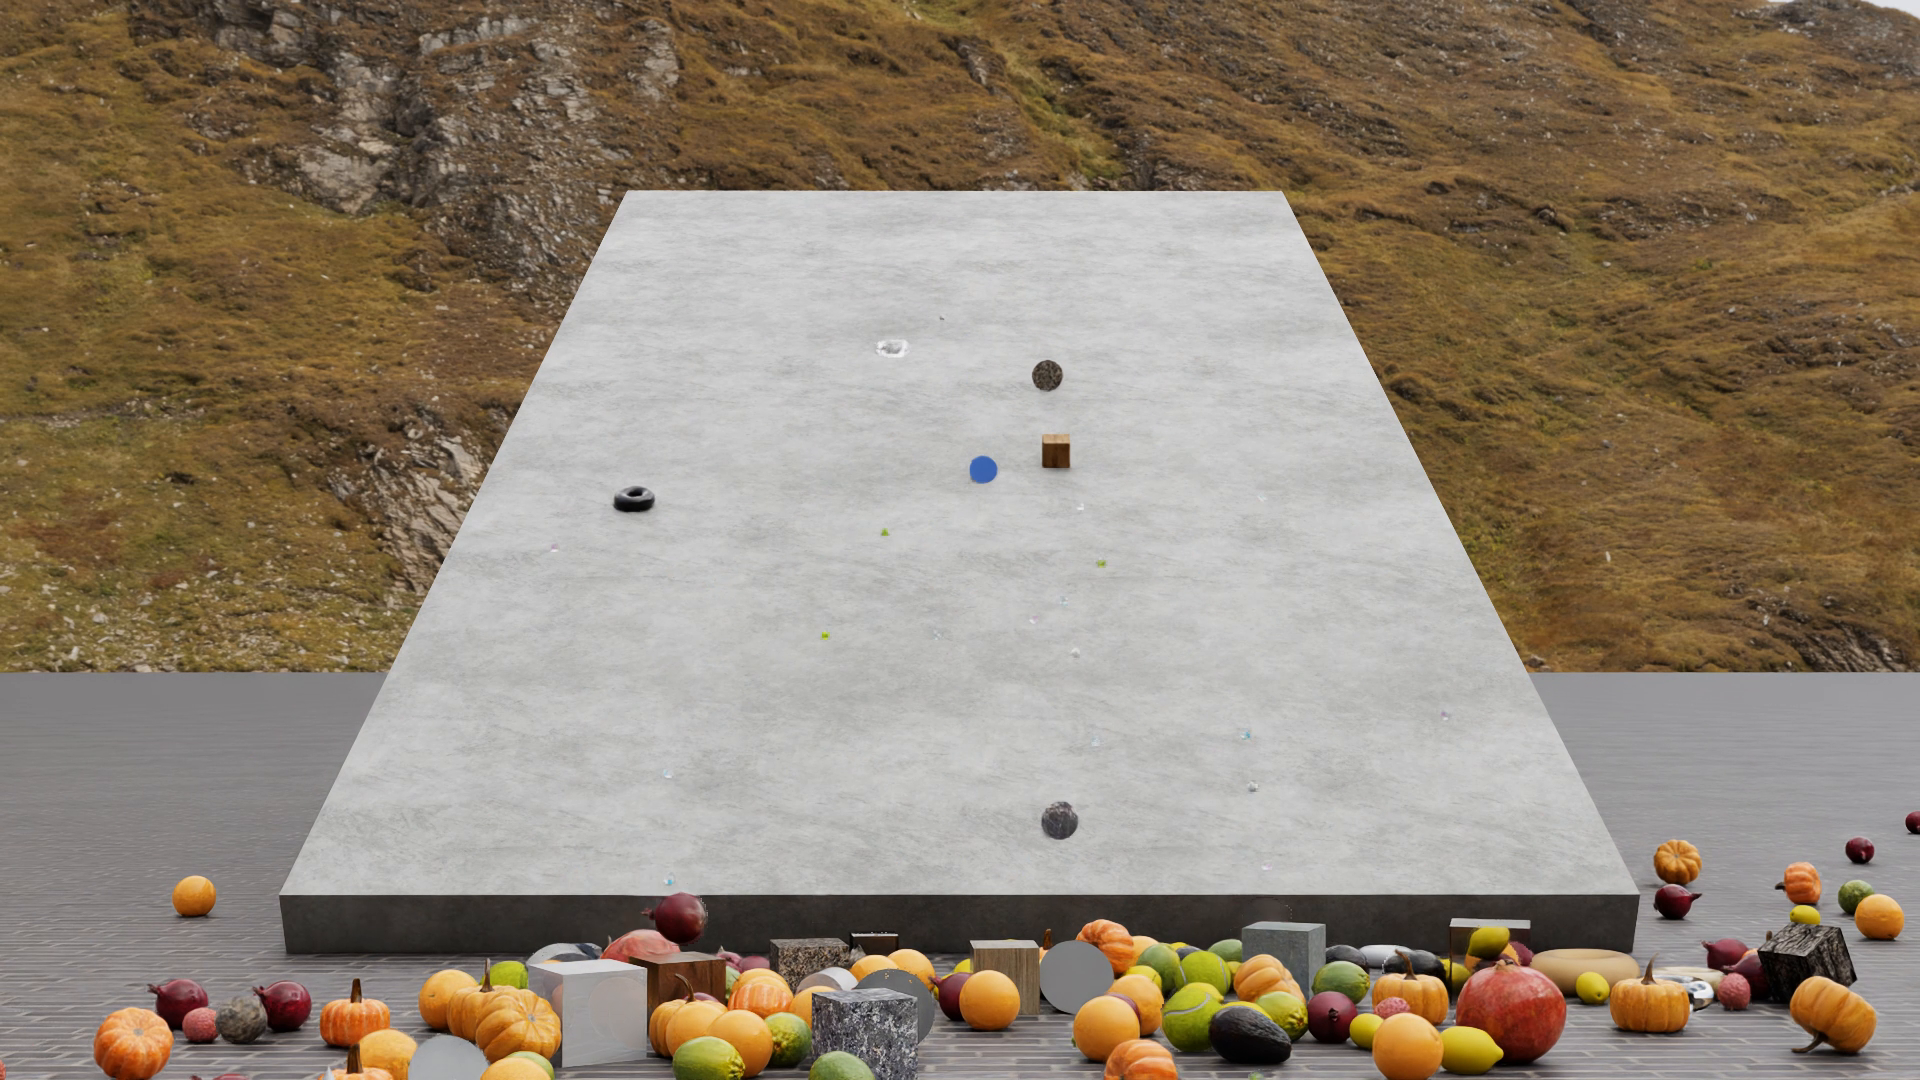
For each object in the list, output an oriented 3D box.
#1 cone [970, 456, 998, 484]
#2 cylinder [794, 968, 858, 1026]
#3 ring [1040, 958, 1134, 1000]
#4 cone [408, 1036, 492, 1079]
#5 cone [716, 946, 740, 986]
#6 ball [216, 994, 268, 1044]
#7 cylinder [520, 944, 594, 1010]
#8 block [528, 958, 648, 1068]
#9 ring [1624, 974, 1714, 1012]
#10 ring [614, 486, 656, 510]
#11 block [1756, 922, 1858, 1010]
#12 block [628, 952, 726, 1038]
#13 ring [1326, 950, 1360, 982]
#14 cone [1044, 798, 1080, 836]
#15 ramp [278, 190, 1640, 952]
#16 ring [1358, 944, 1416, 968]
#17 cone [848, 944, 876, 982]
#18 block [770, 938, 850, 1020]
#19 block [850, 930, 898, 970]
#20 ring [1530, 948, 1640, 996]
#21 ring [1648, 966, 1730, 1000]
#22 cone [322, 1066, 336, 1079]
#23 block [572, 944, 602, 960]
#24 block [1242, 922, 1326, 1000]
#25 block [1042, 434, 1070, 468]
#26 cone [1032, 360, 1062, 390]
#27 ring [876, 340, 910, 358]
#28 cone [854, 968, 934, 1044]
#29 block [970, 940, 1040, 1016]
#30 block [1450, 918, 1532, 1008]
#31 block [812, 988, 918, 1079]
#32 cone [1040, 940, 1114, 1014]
[{"bbox_3d":[0.046,-0.147,4.915,0.060,0.060,0.060,0,-3,-6],"label":"cone"},{"bbox_3d":[-0.157,0.544,2.761,0.063,0.063,0.063,-1,-3,14],"label":"cylinder"},{"bbox_3d":[0.157,0.566,2.995,0.137,0.046,0.137,1,-3,0],"label":"ring"},{"bbox_3d":[-0.503,0.527,2.213,0.083,0.083,0.083,2,-30,-37],"label":"cone"},{"bbox_3d":[-0.320,0.568,3.099,0.052,0.052,0.052,0,-3,0],"label":"cone"},{"bbox_3d":[-0.809,0.540,2.609,0.055,0.055,0.055,0,-3,0],"label":"ball"},{"bbox_3d":[-0.463,0.525,2.711,0.095,0.095,0.095,1,-3,-16],"label":"cylinder"},{"bbox_3d":[-0.406,0.514,2.524,0.097,0.097,0.097,2,-4,-32],"label":"block"},{"bbox_3d":[0.884,0.565,2.888,0.107,0.036,0.107,-1,-2,0],"label":"ring"},{"bbox_3d":[-0.670,-0.086,4.768,0.086,0.029,0.086,-1,25,0],"label":"ring"},{"bbox_3d":[1.066,0.535,2.916,0.074,0.074,0.074,-28,12,-30],"label":"block"},{"bbox_3d":[-0.331,0.530,2.705,0.085,0.085,0.085,2,-4,-32],"label":"block"},{"bbox_3d":[0.490,0.580,3.156,0.106,0.035,0.106,-1,-3,0],"label":"ring"},{"bbox_3d":[0.148,0.431,3.579,0.059,0.059,0.059,1,-15,-17],"label":"cone"},{"bbox_3d":[-0.008,-0.227,5.259,2.000,0.100,4.000,0,23,0],"label":"ramp"},{"bbox_3d":[0.605,0.591,3.287,0.081,0.027,0.081,1,-4,0],"label":"ring"},{"bbox_3d":[-0.123,0.579,3.080,0.061,0.061,0.061,27,4,16],"label":"cone"},{"bbox_3d":[-0.186,0.537,2.842,0.086,0.086,0.086,1,-3,-12],"label":"block"},{"bbox_3d":[-0.117,0.566,3.153,0.061,0.061,0.061,0,-3,-8],"label":"block"},{"bbox_3d":[0.816,0.567,3.035,0.146,0.049,0.146,-1,-2,0],"label":"ring"},{"bbox_3d":[0.938,0.571,2.985,0.104,0.035,0.104,1,-4,0],"label":"ring"},{"bbox_3d":[-0.571,0.508,2.095,0.063,0.063,0.063,0,-3,0],"label":"cone"},{"bbox_3d":[-0.504,0.561,3.027,0.059,0.059,0.059,1,-3,-22],"label":"block"},{"bbox_3d":[0.420,0.545,3.004,0.088,0.088,0.088,-1,-3,23],"label":"block"},{"bbox_3d":[0.206,-0.191,4.981,0.058,0.058,0.058,0,23,0],"label":"block"},{"bbox_3d":[0.212,-0.382,5.453,0.073,0.073,0.073,-1,-5,12],"label":"cone"},{"bbox_3d":[-0.163,-0.468,5.656,0.087,0.029,0.087,1,23,0],"label":"ring"},{"bbox_3d":[-0.080,0.546,2.612,0.097,0.097,0.097,0,-30,-5],"label":"cone"},{"bbox_3d":[0.055,0.541,2.868,0.081,0.081,0.081,0,-3,-3],"label":"block"},{"bbox_3d":[0.674,0.536,2.942,0.098,0.098,0.098,-1,-3,14],"label":"block"},{"bbox_3d":[-0.100,0.515,2.407,0.083,0.083,0.083,2,-3,-27],"label":"block"},{"bbox_3d":[0.139,0.562,2.896,0.095,0.095,0.095,0,-30,-6],"label":"cone"}]
